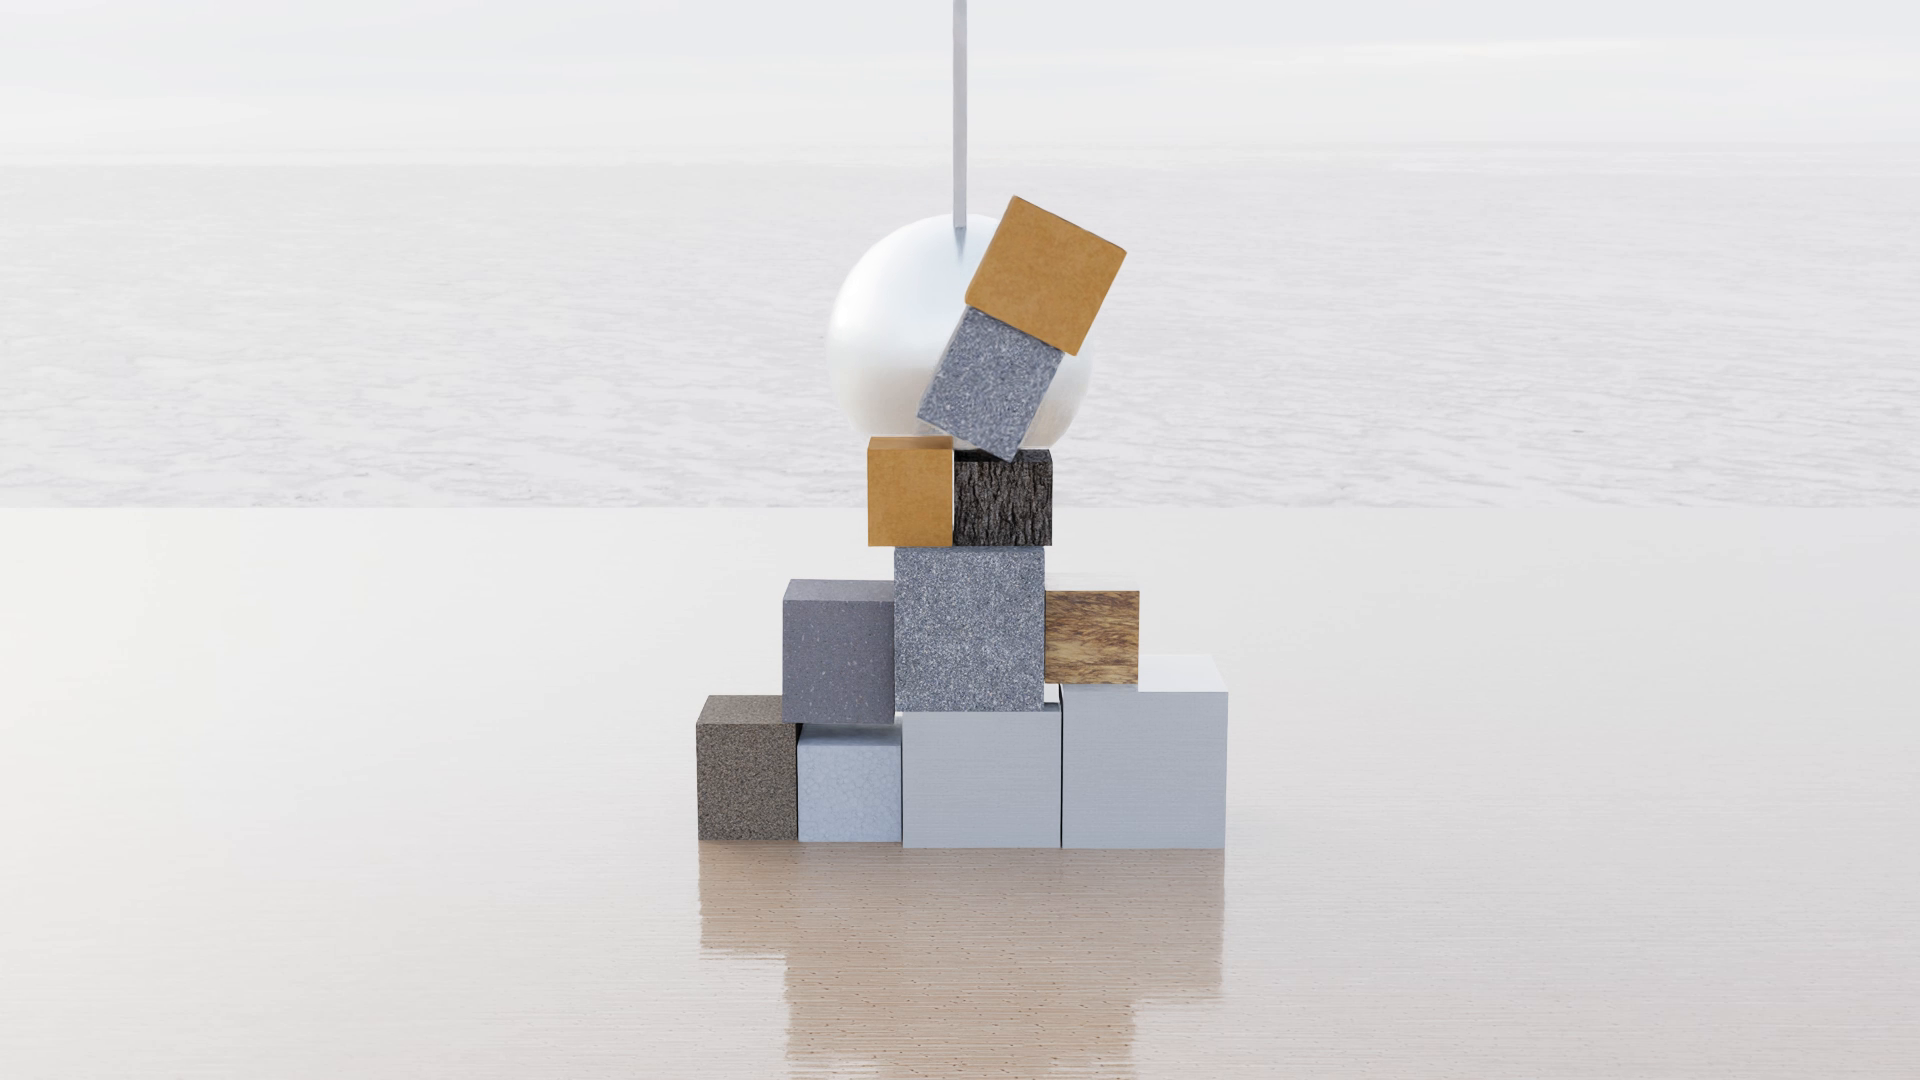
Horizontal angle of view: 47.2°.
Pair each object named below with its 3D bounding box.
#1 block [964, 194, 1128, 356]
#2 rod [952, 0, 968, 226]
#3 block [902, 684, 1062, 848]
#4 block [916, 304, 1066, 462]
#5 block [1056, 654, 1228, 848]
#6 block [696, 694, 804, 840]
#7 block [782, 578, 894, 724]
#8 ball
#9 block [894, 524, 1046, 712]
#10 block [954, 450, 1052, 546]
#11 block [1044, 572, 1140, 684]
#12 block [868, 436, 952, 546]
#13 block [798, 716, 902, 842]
[{"bbox_3d":[0.416,-1.321,10.920,0.602,0.565,0.548,26,9,-5],"label":"block"},{"bbox_3d":[0.000,-4.062,11.355,0.080,5.200,0.080,0,31,0],"label":"rod"},{"bbox_3d":[0.109,1.132,11.375,0.790,0.704,0.773,0,10,0],"label":"block"},{"bbox_3d":[0.151,-0.808,11.032,0.521,0.610,0.521,26,9,-5],"label":"block"},{"bbox_3d":[0.922,1.078,11.366,0.817,0.812,0.803,0,10,0],"label":"block"},{"bbox_3d":[-1.080,1.173,11.410,0.503,0.610,0.588,0,10,0],"label":"block"},{"bbox_3d":[-0.611,0.566,11.296,0.562,0.632,0.540,1,10,0],"label":"block"},{"bbox_3d":[0.000,-1.134,13.083,1.600,1.600,1.600,0,10,0],"label":"ball"},{"bbox_3d":[0.046,0.387,11.250,0.742,0.807,0.793,0,10,0],"label":"block"},{"bbox_3d":[0.215,-0.219,11.146,0.491,0.423,0.463,0,10,0],"label":"block"},{"bbox_3d":[0.662,0.446,11.242,0.469,0.478,0.466,0,10,0],"label":"block"},{"bbox_3d":[-0.248,-0.250,11.127,0.421,0.489,0.475,0,10,0],"label":"block"},{"bbox_3d":[-0.557,1.230,11.395,0.522,0.502,0.584,0,10,0],"label":"block"}]
